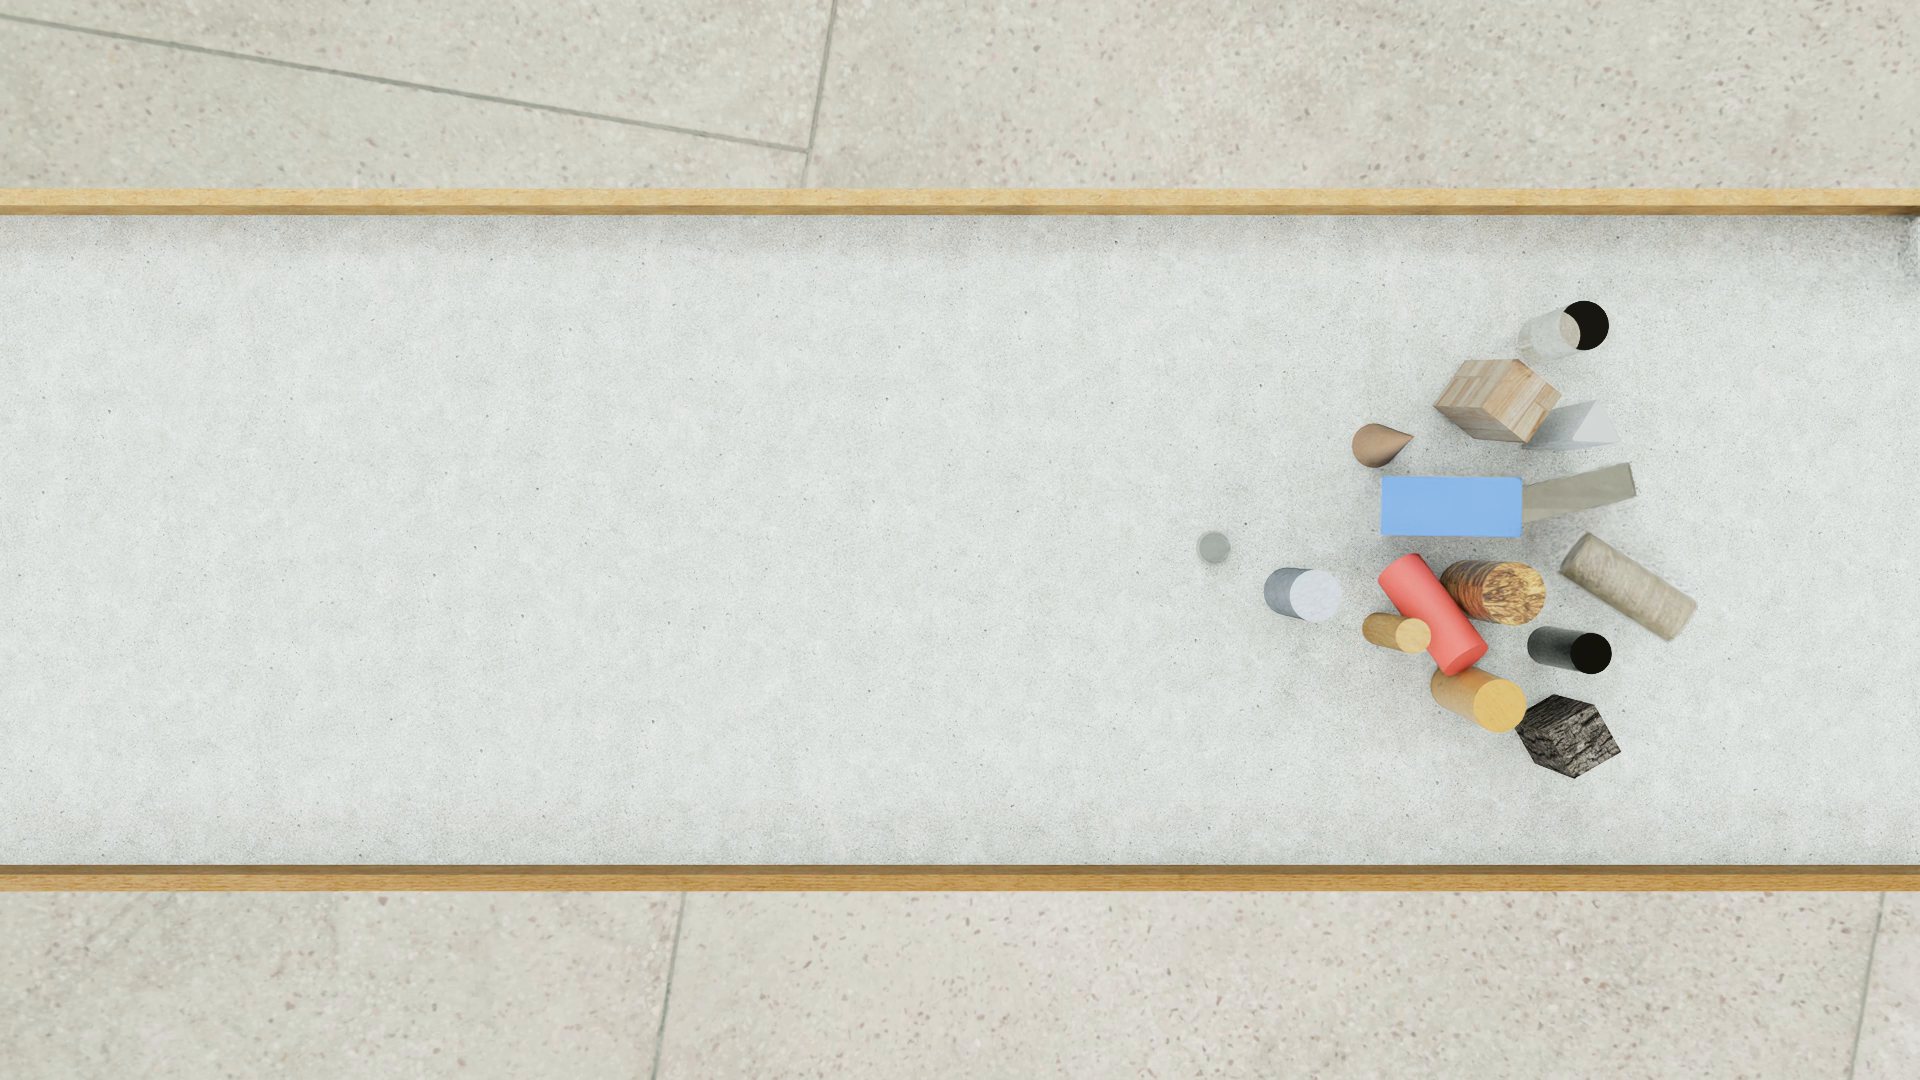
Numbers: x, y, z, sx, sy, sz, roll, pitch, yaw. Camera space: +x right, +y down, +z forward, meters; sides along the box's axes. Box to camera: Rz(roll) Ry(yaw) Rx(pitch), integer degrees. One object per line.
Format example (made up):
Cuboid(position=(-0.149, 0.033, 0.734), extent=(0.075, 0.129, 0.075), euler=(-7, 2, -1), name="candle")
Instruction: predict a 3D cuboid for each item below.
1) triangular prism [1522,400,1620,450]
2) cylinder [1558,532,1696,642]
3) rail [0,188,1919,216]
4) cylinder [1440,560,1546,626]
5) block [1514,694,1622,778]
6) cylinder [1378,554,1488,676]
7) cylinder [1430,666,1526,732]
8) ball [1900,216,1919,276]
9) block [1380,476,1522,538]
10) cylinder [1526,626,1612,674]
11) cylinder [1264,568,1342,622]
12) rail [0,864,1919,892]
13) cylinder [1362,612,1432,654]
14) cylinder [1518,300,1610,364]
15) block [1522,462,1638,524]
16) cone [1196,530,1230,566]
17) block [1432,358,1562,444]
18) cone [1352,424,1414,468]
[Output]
Cuboid(position=(1.796, -0.338, 4.862), extent=(0.136, 0.429, 0.117), euler=(2, 90, 0), name="triangular prism")
Cuboid(position=(2.012, 0.140, 4.978), extent=(0.367, 0.149, 0.149), euler=(34, 90, 8), name="cylinder")
Cuboid(position=(-2.247, -1.025, 5.002), extent=(12.000, 0.150, 0.050), euler=(0, 90, 0), name="rail")
Cuboid(position=(1.561, 0.151, 4.863), extent=(0.180, 0.428, 0.180), euler=(0, 90, 0), name="cylinder")
Cuboid(position=(1.798, 0.581, 4.913), extent=(0.157, 0.327, 0.157), euler=(-30, 90, 0), name="block")
Cuboid(position=(1.410, 0.221, 4.925), extent=(0.150, 0.150, 0.350), euler=(-30, 60, 0), name="cylinder")
Cuboid(position=(1.529, 0.460, 4.883), extent=(0.154, 0.377, 0.154), euler=(0, 94, -2), name="cylinder")
Cuboid(position=(2.958, -0.893, 4.970), extent=(0.214, 0.214, 0.214), euler=(0, 90, 0), name="ball")
Cuboid(position=(1.469, -0.099, 4.931), extent=(0.397, 0.173, 0.173), euler=(1, 91, 18), name="block")
Cuboid(position=(1.805, 0.325, 4.896), extent=(0.119, 0.361, 0.119), euler=(0, 90, 0), name="cylinder")
Cuboid(position=(1.008, 0.158, 4.875), extent=(0.149, 0.403, 0.149), euler=(0, 90, 0), name="cylinder")
Cuboid(position=(-2.247, 1.025, 5.001), extent=(12.000, 0.150, 0.050), euler=(0, 90, 0), name="rail")
Cuboid(position=(1.288, 0.273, 4.881), extent=(0.101, 0.391, 0.101), euler=(0, 90, 0), name="cylinder")
Cuboid(position=(1.789, -0.615, 4.901), extent=(0.143, 0.350, 0.143), euler=(0, 90, 0), name="cylinder")
Cuboid(position=(1.838, -0.137, 5.022), extent=(0.393, 0.108, 0.108), euler=(-13, 90, 0), name="block")
Cuboid(position=(0.779, 0.024, 4.908), extent=(0.107, 0.338, 0.107), euler=(0, 90, 0), name="cone")
Cuboid(position=(1.587, -0.414, 4.891), extent=(0.172, 0.347, 0.172), euler=(36, 90, -9), name="block")
Cuboid(position=(1.275, -0.290, 4.852), extent=(0.137, 0.448, 0.137), euler=(0, 90, 0), name="cone")
